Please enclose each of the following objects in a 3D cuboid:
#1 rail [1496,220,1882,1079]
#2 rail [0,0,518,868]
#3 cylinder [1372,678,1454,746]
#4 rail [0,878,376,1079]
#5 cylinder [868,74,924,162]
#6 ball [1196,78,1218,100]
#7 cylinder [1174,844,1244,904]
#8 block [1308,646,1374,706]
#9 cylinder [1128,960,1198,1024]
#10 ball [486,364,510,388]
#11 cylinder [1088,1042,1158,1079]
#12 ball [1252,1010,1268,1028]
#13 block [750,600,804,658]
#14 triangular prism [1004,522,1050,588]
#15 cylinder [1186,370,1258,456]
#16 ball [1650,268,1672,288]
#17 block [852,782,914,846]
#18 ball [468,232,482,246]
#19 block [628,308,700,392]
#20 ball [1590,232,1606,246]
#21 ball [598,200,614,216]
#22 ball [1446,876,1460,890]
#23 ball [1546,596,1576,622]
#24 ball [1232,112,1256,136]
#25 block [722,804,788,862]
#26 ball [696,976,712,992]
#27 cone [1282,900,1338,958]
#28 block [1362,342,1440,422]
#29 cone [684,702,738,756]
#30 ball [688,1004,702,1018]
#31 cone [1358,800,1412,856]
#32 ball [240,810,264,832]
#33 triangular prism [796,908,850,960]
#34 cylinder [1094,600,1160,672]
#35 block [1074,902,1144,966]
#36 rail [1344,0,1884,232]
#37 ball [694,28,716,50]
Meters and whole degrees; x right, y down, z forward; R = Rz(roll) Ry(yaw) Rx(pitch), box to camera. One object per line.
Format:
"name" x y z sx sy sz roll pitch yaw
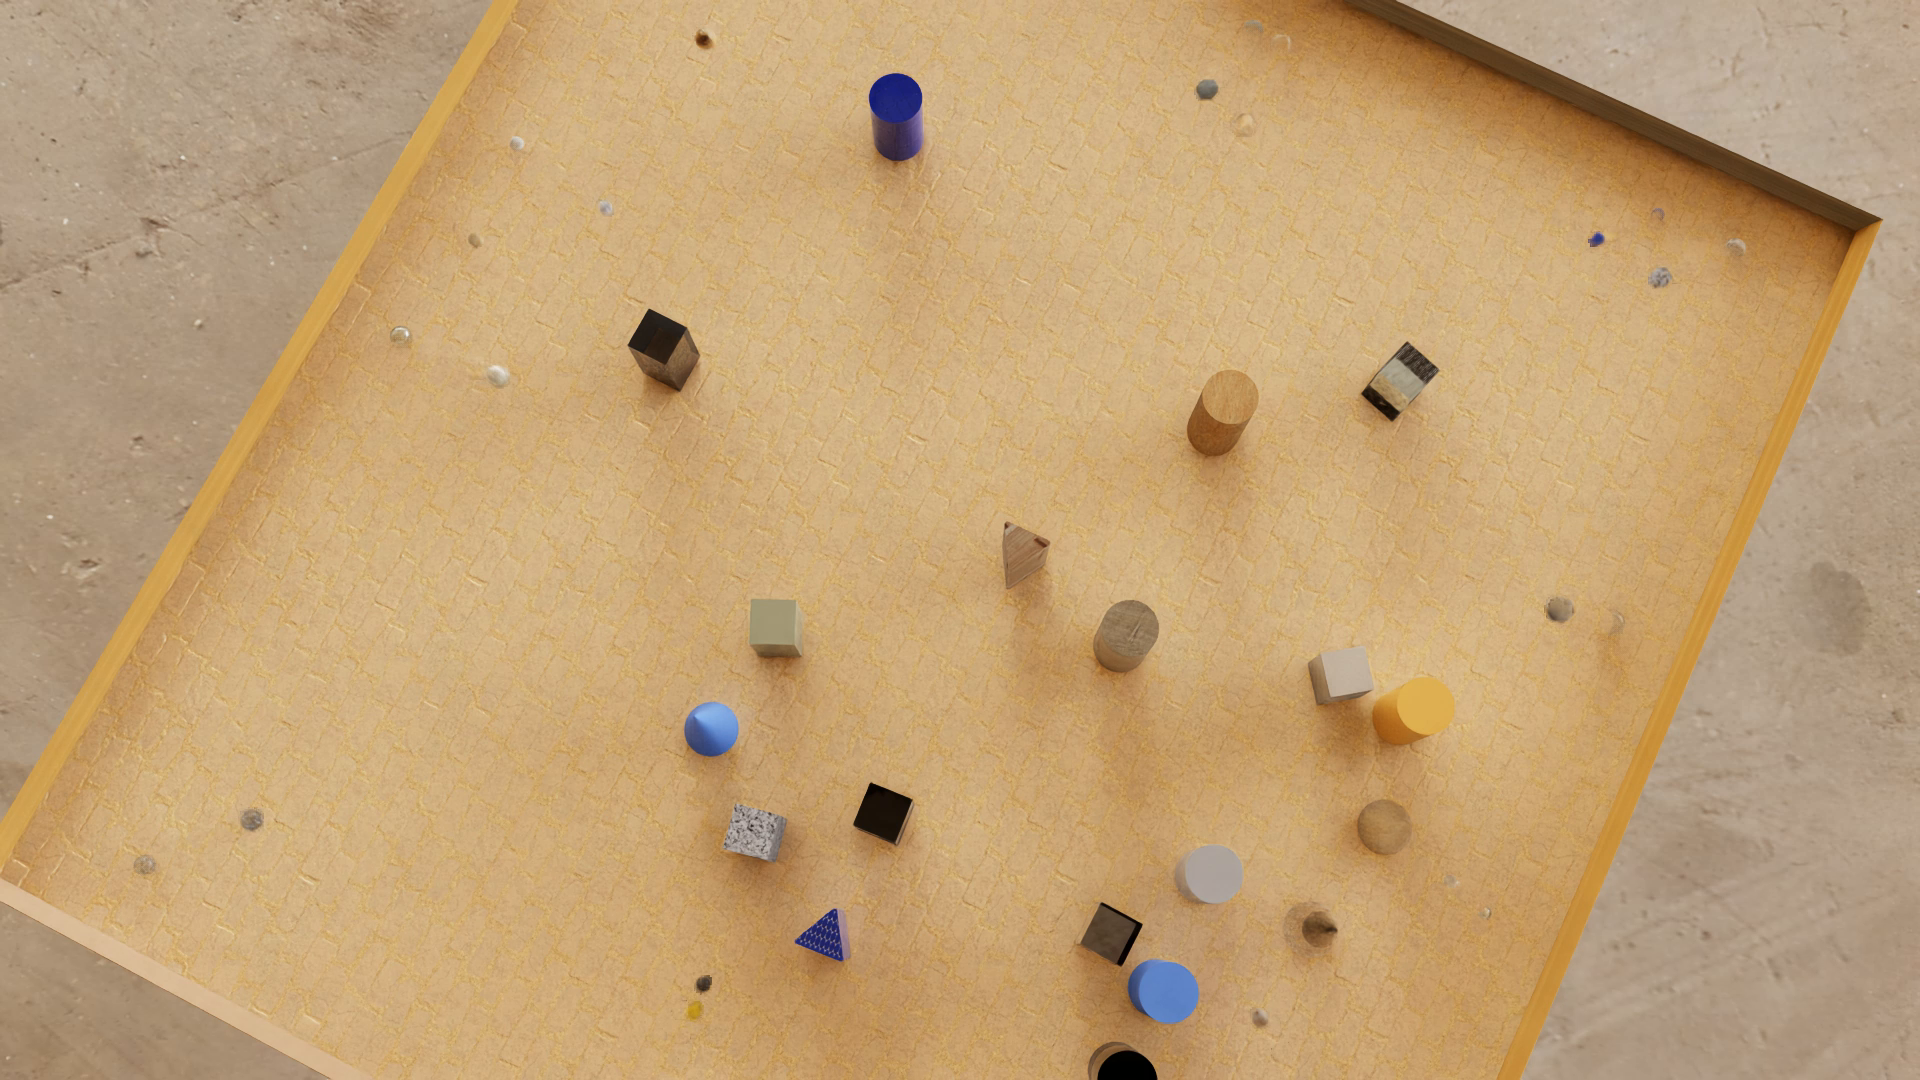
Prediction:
"rail" 1.876 0.924 5.370 0.045 0.106 4.395 26 80 5
"rail" -1.876 -0.913 5.749 0.045 0.106 4.395 26 80 5
"cylinder" 1.320 0.502 5.348 0.164 0.322 0.164 0 78 0
"rail" -0.972 1.910 5.167 4.242 0.106 0.045 26 80 5
"cylinder" -0.197 -1.322 5.742 0.164 0.287 0.164 0 78 0
"ball" 0.793 -1.446 5.879 0.068 0.068 0.068 0 78 0
"cylinder" 0.715 0.965 5.280 0.164 0.267 0.164 0 78 0
"block" 1.126 0.402 5.426 0.131 0.209 0.131 -10 79 -2
"cylinder" 0.571 1.272 5.178 0.164 0.344 0.164 0 78 0
"ball" -1.435 -0.508 5.685 0.070 0.070 0.070 0 78 0
"cylinder" 0.451 1.498 5.119 0.164 0.369 0.164 0 78 0
"ball" 0.869 1.384 5.305 0.051 0.051 0.051 0 78 0
"block" -0.542 0.263 5.428 0.131 0.261 0.131 1 78 0
"triangular prism" 0.167 0.030 5.444 0.142 0.325 0.123 -34 80 -7
"cylinder" 0.786 -0.378 5.502 0.164 0.375 0.164 0 78 0
"ball" 2.200 -0.823 5.753 0.065 0.065 0.065 0 78 0
"block" -0.219 0.798 5.323 0.131 0.251 0.131 22 79 4
"ball" -1.532 -0.949 5.790 0.043 0.043 0.043 0 78 0
"block" -0.901 -0.577 5.590 0.131 0.283 0.131 27 80 5
"ball" 2.016 -0.949 5.790 0.042 0.042 0.042 0 78 0
"ball" -1.124 -1.052 5.809 0.047 0.047 0.047 0 78 0
"ball" 1.447 1.010 5.386 0.042 0.042 0.042 0 78 0
"ball" 1.814 0.210 5.531 0.081 0.081 0.081 0 78 0
"ball" 0.907 -1.328 5.853 0.073 0.073 0.073 0 78 0
"block" -0.592 0.852 5.316 0.131 0.242 0.131 14 79 3
"ball" -0.746 1.293 5.327 0.044 0.044 0.044 0 78 0
"cone" 1.029 1.102 5.182 0.164 0.405 0.164 0 78 0
"block" 1.342 -0.481 5.591 0.131 0.242 0.131 44 82 8
"cone" -0.746 0.531 5.319 0.164 0.366 0.164 0 78 0
"ball" -0.770 1.366 5.312 0.042 0.042 0.042 0 78 0
"cone" 1.261 0.824 5.301 0.164 0.283 0.164 0 78 0
"ball" -2.092 0.828 5.413 0.063 0.063 0.063 0 78 0
"triangular prism" -0.365 1.105 5.201 0.142 0.366 0.123 21 79 4
"cylinder" 0.485 0.286 5.382 0.164 0.343 0.164 0 78 0
"block" 0.420 1.123 5.226 0.131 0.310 0.131 28 80 5
"rail" 0.972 -1.899 5.952 4.242 0.106 0.045 26 80 5
"ball" -0.821 -1.618 5.914 0.069 0.069 0.069 0 78 0
